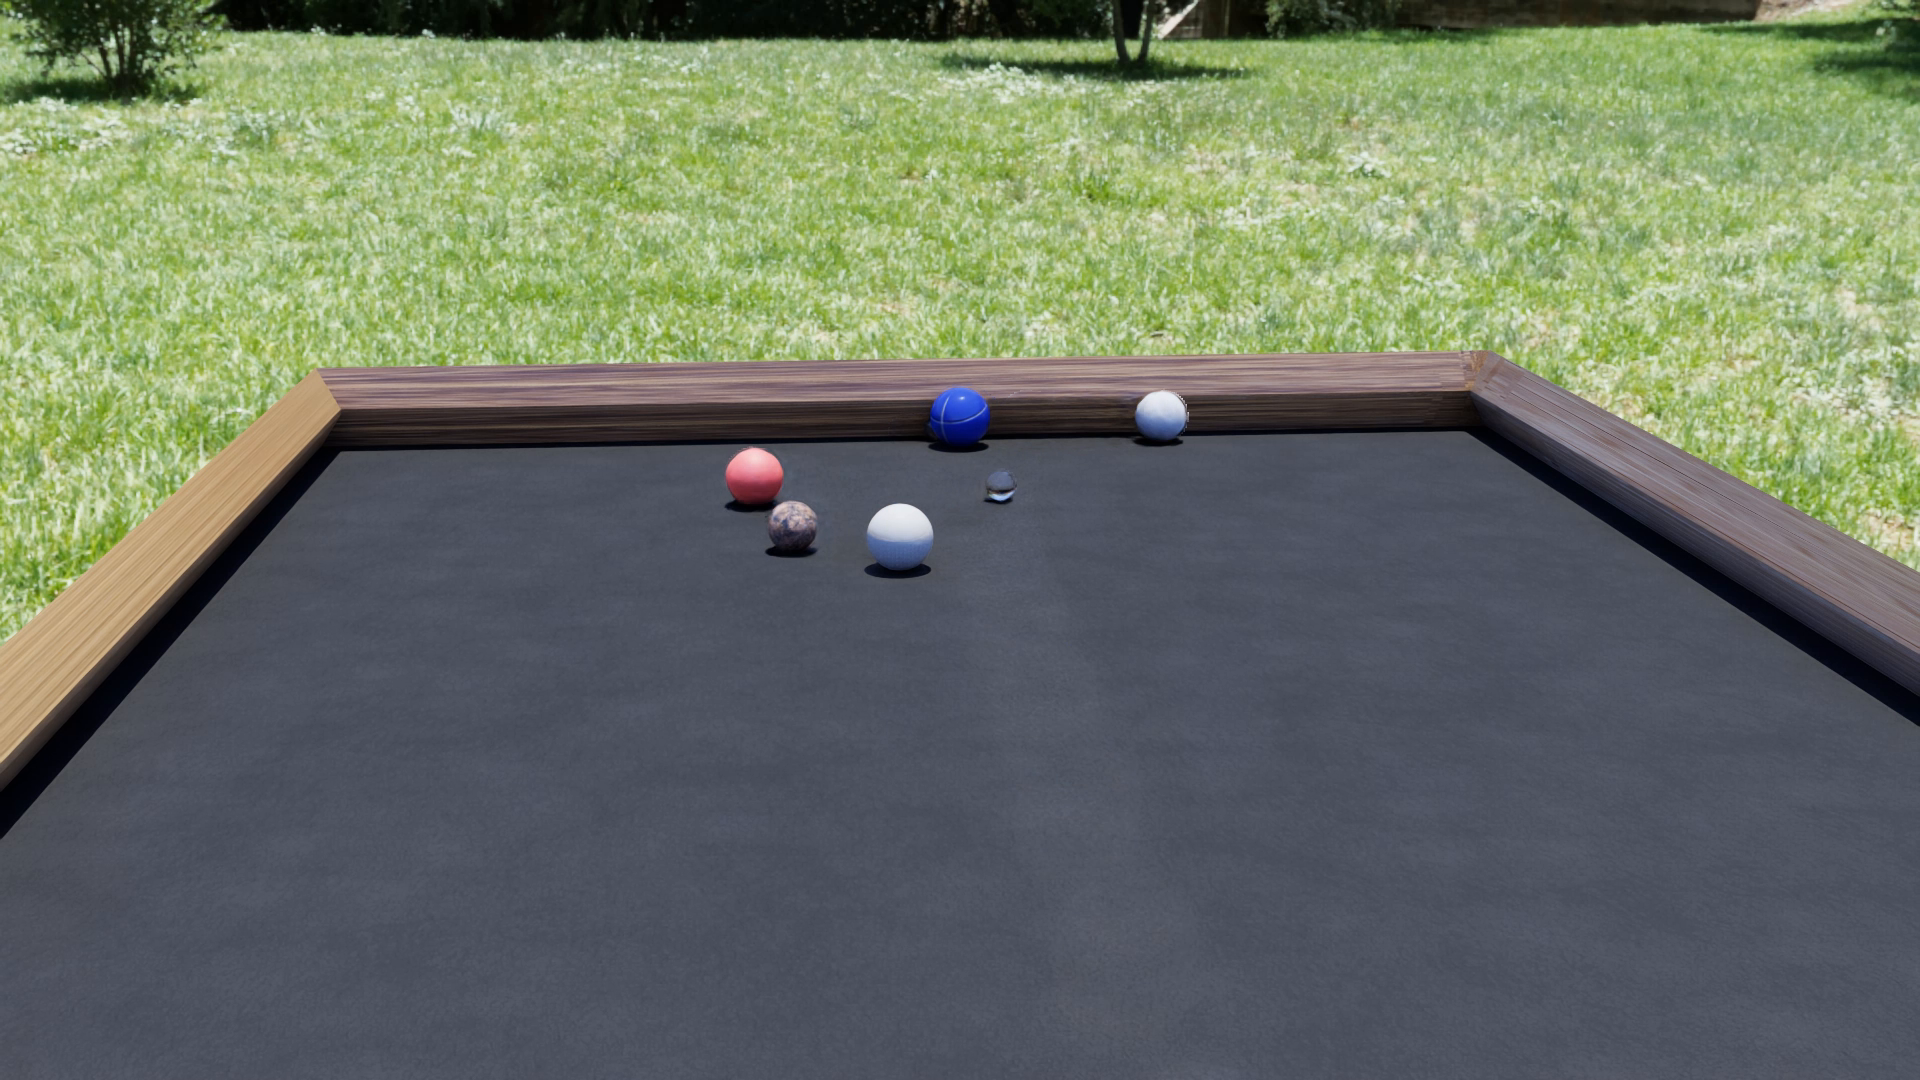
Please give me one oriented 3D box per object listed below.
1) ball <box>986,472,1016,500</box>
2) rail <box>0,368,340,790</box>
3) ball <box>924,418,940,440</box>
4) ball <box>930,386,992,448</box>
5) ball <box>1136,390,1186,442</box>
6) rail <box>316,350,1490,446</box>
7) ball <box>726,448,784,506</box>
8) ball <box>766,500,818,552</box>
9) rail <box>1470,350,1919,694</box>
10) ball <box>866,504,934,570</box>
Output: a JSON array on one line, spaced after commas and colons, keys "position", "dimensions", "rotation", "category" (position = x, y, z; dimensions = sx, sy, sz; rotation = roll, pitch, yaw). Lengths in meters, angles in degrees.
[{"position": [0.058, -0.078, 3.174], "dimensions": [0.043, 0.043, 0.043], "rotation": [0, 14, 0], "category": "ball"}, {"position": [-0.864, 0.196, 1.942], "dimensions": [0.045, 0.126, 3.294], "rotation": [-1, 15, -5], "category": "rail"}, {"position": [-0.038, -0.182, 3.583], "dimensions": [0.040, 0.040, 0.040], "rotation": [0, 14, 0], "category": "ball"}, {"position": [0.001, -0.197, 3.528], "dimensions": [0.097, 0.097, 0.097], "rotation": [0, 14, 0], "category": "ball"}, {"position": [0.326, -0.200, 3.569], "dimensions": [0.083, 0.083, 0.083], "rotation": [0, 14, 0], "category": "ball"}, {"position": [-0.070, -0.229, 3.588], "dimensions": [1.927, 0.126, 0.045], "rotation": [-1, 15, -5], "category": "rail"}, {"position": [-0.293, -0.089, 3.139], "dimensions": [0.082, 0.082, 0.082], "rotation": [0, 14, 0], "category": "ball"}, {"position": [-0.220, -0.018, 2.892], "dimensions": [0.067, 0.067, 0.067], "rotation": [0, 14, 0], "category": "ball"}, {"position": [1.008, 0.155, 2.102], "dimensions": [0.045, 0.126, 3.294], "rotation": [-1, 15, -5], "category": "rail"}, {"position": [-0.076, -0.004, 2.800], "dimensions": [0.086, 0.086, 0.086], "rotation": [0, 14, 0], "category": "ball"}]
